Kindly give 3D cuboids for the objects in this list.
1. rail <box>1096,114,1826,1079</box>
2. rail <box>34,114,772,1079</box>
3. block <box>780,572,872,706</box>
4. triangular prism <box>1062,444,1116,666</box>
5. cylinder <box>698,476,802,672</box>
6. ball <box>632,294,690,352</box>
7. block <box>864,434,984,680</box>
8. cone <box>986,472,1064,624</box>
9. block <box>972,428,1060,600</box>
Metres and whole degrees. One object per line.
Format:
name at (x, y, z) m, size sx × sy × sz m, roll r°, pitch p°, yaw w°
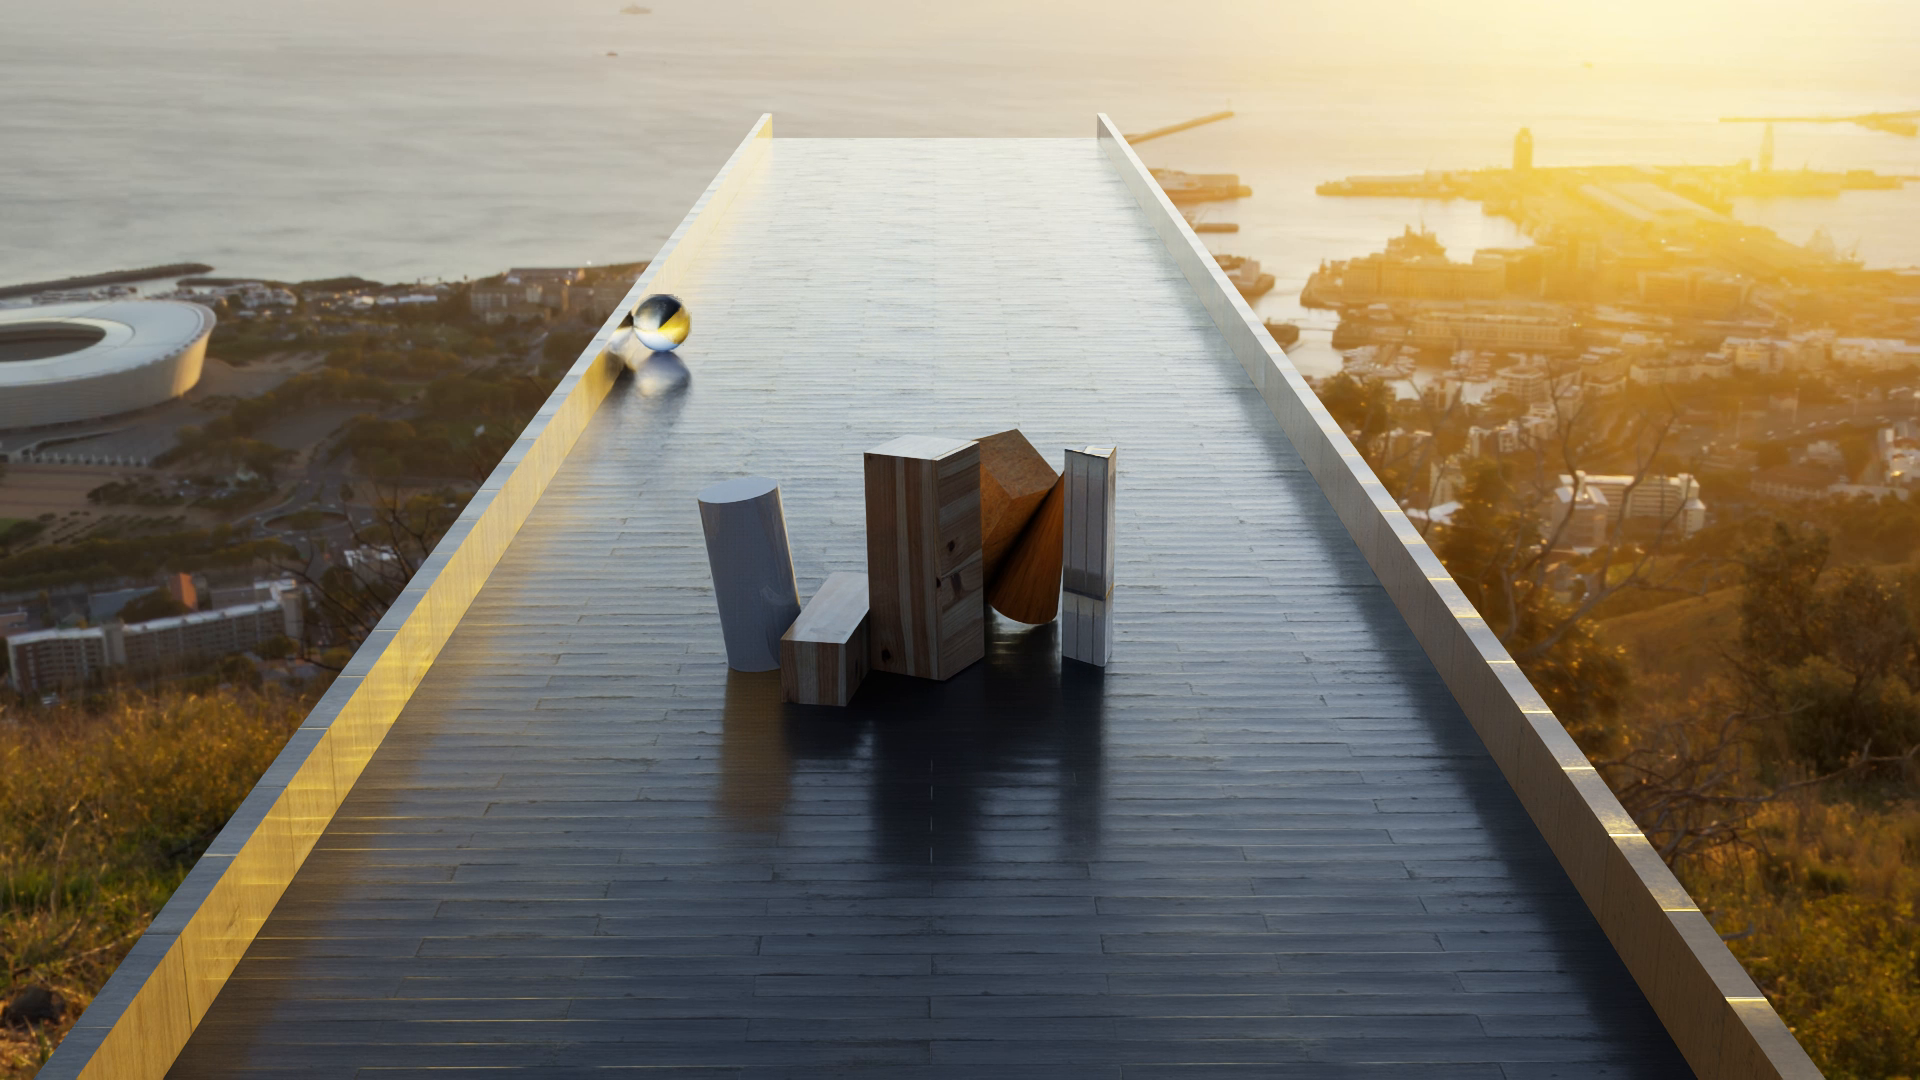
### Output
rail at (0.932, -0.844, 7.801) m, size 0.050 × 0.150 × 12.000 m, roll 0°, pitch 17°, yaw -1°
rail at (-1.118, -0.838, 7.780) m, size 0.050 × 0.150 × 12.000 m, roll 0°, pitch 17°, yaw -1°
block at (-0.239, 0.191, 4.365) m, size 0.126 × 0.126 × 0.436 m, roll 3°, pitch 17°, yaw 10°
triangular prism at (0.277, 0.026, 4.385) m, size 0.108 × 0.430 × 0.093 m, roll 15°, pitch 22°, yaw 40°
cylinder at (-0.409, 0.067, 4.349) m, size 0.161 × 0.353 × 0.161 m, roll -8°, pitch 18°, yaw 3°
ball at (-0.993, -0.722, 7.321) m, size 0.189 × 0.189 × 0.189 m, roll 0°, pitch 17°, yaw 0°
block at (-0.069, 0.032, 4.335) m, size 0.165 × 0.443 × 0.165 m, roll 7°, pitch 18°, yaw 28°
cone at (0.183, -0.023, 4.579) m, size 0.160 × 0.382 × 0.160 m, roll 13°, pitch 33°, yaw -9°
block at (0.035, -0.035, 4.649) m, size 0.165 × 0.370 × 0.165 m, roll -17°, pitch 59°, yaw -45°
